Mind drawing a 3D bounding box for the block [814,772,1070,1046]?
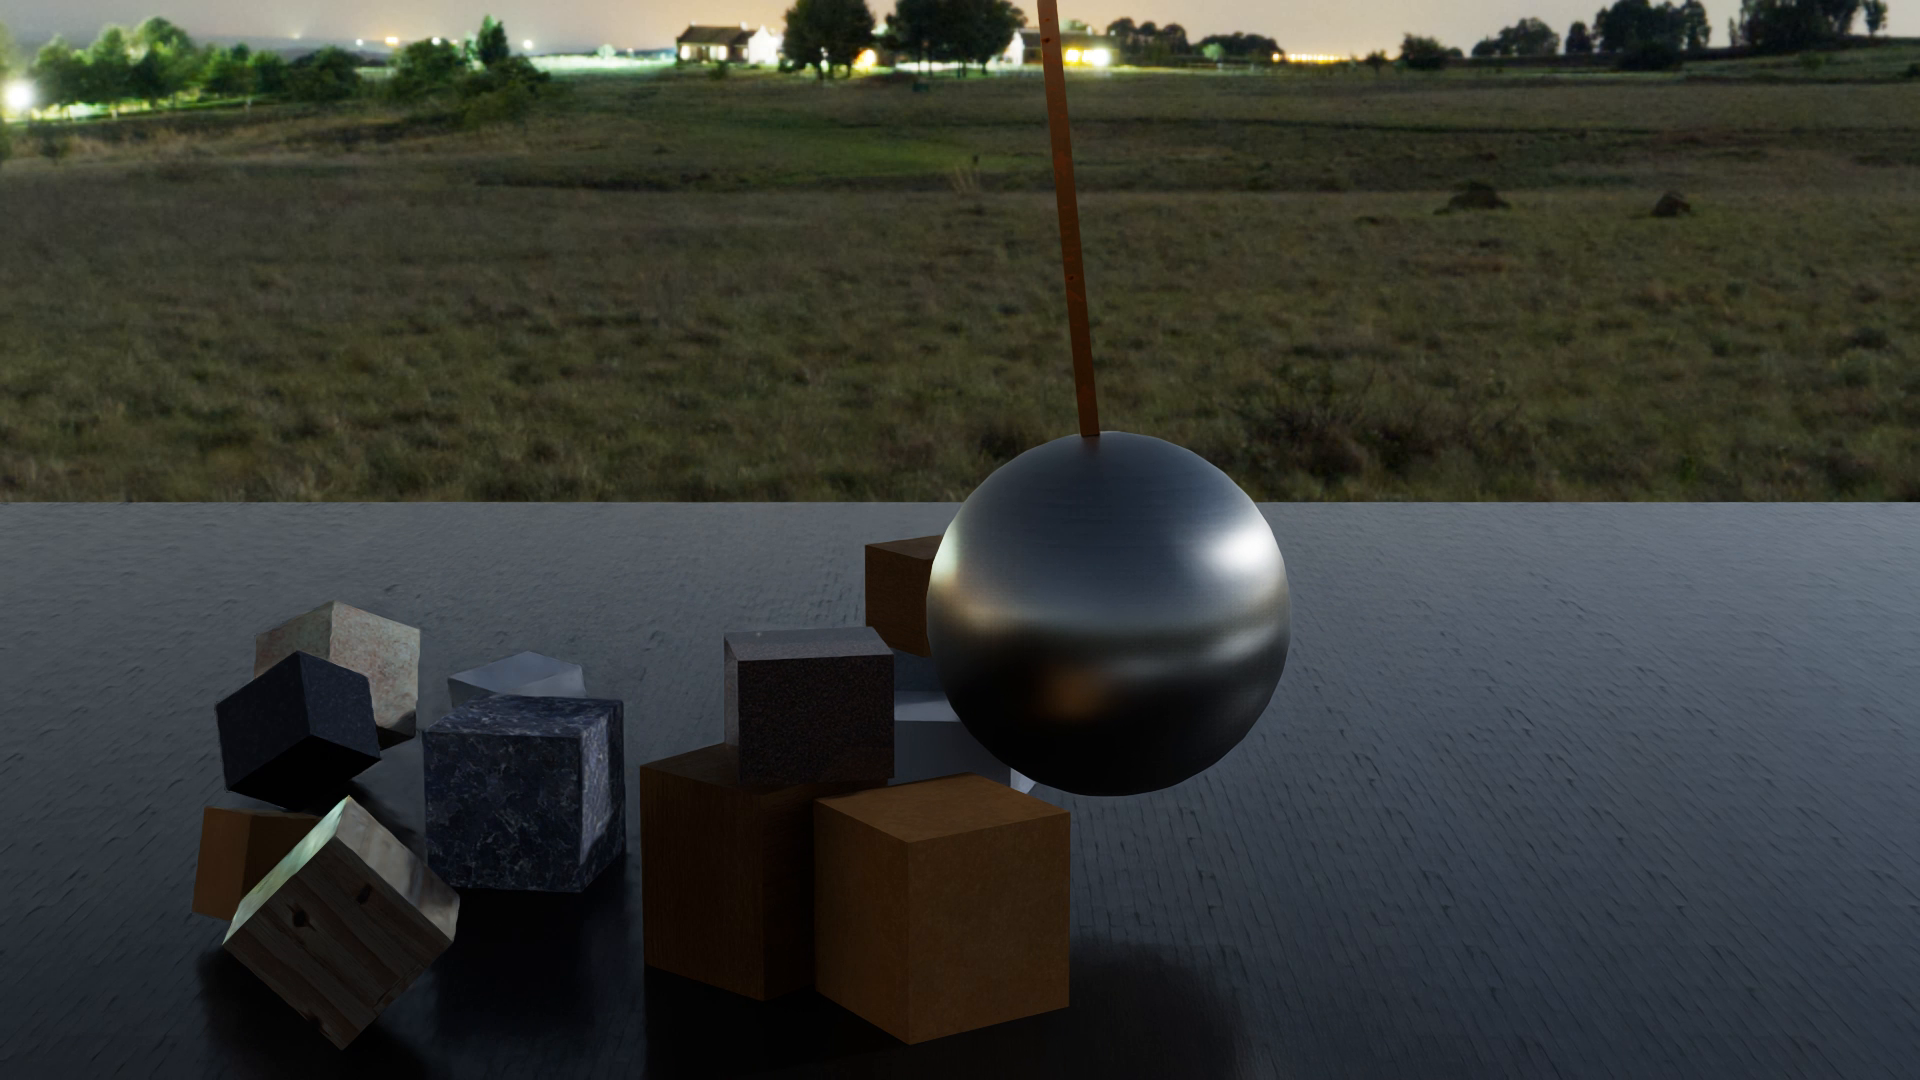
[{"bbox_3d":[-0.073,1.385,9.800,0.721,0.769,0.683,-7,12,-33],"label":"block"}]

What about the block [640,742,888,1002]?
[{"bbox_3d":[-0.777,1.280,10.239,0.670,0.817,0.717,9,13,39],"label":"block"}]

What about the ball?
[{"bbox_3d":[0.649,0.323,11.239,1.600,1.600,1.600,0,10,0],"label":"ball"}]

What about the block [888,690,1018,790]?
[{"bbox_3d":[-0.051,1.067,12.052,0.619,0.588,0.572,1,10,5],"label":"block"}]

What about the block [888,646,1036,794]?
[{"bbox_3d":[-0.021,0.834,12.773,0.766,0.789,0.788,3,11,14],"label":"block"}]

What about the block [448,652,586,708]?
[{"bbox_3d":[-2.244,0.897,13.129,0.485,0.470,0.505,-19,19,-38],"label":"block"}]

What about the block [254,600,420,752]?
[{"bbox_3d":[-3.135,0.734,12.876,0.623,0.581,0.539,-22,-31,35],"label":"block"}]

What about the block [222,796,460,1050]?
[{"bbox_3d":[-2.282,1.411,9.522,0.570,0.585,0.529,-44,13,1],"label":"block"}]

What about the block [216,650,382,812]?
[{"bbox_3d":[-3.064,0.890,11.881,0.545,0.453,0.438,-31,-34,21],"label":"block"}]

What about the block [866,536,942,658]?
[{"bbox_3d":[-0.135,0.265,12.385,0.448,0.470,0.484,-8,13,-36],"label":"block"}]

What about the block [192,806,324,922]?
[{"bbox_3d":[-2.839,1.344,10.568,0.445,0.430,0.405,10,-6,-42],"label":"block"}]

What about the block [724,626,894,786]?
[{"bbox_3d":[-0.598,0.645,10.072,0.602,0.492,0.511,-2,11,-11],"label":"block"}]

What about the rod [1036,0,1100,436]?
[{"bbox_3d":[0.281,-3.002,10.634,0.080,5.200,0.080,-6,10,1],"label":"rod"}]

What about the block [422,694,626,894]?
[{"bbox_3d":[-1.932,1.120,11.460,0.693,0.696,0.694,2,10,9],"label":"block"}]
